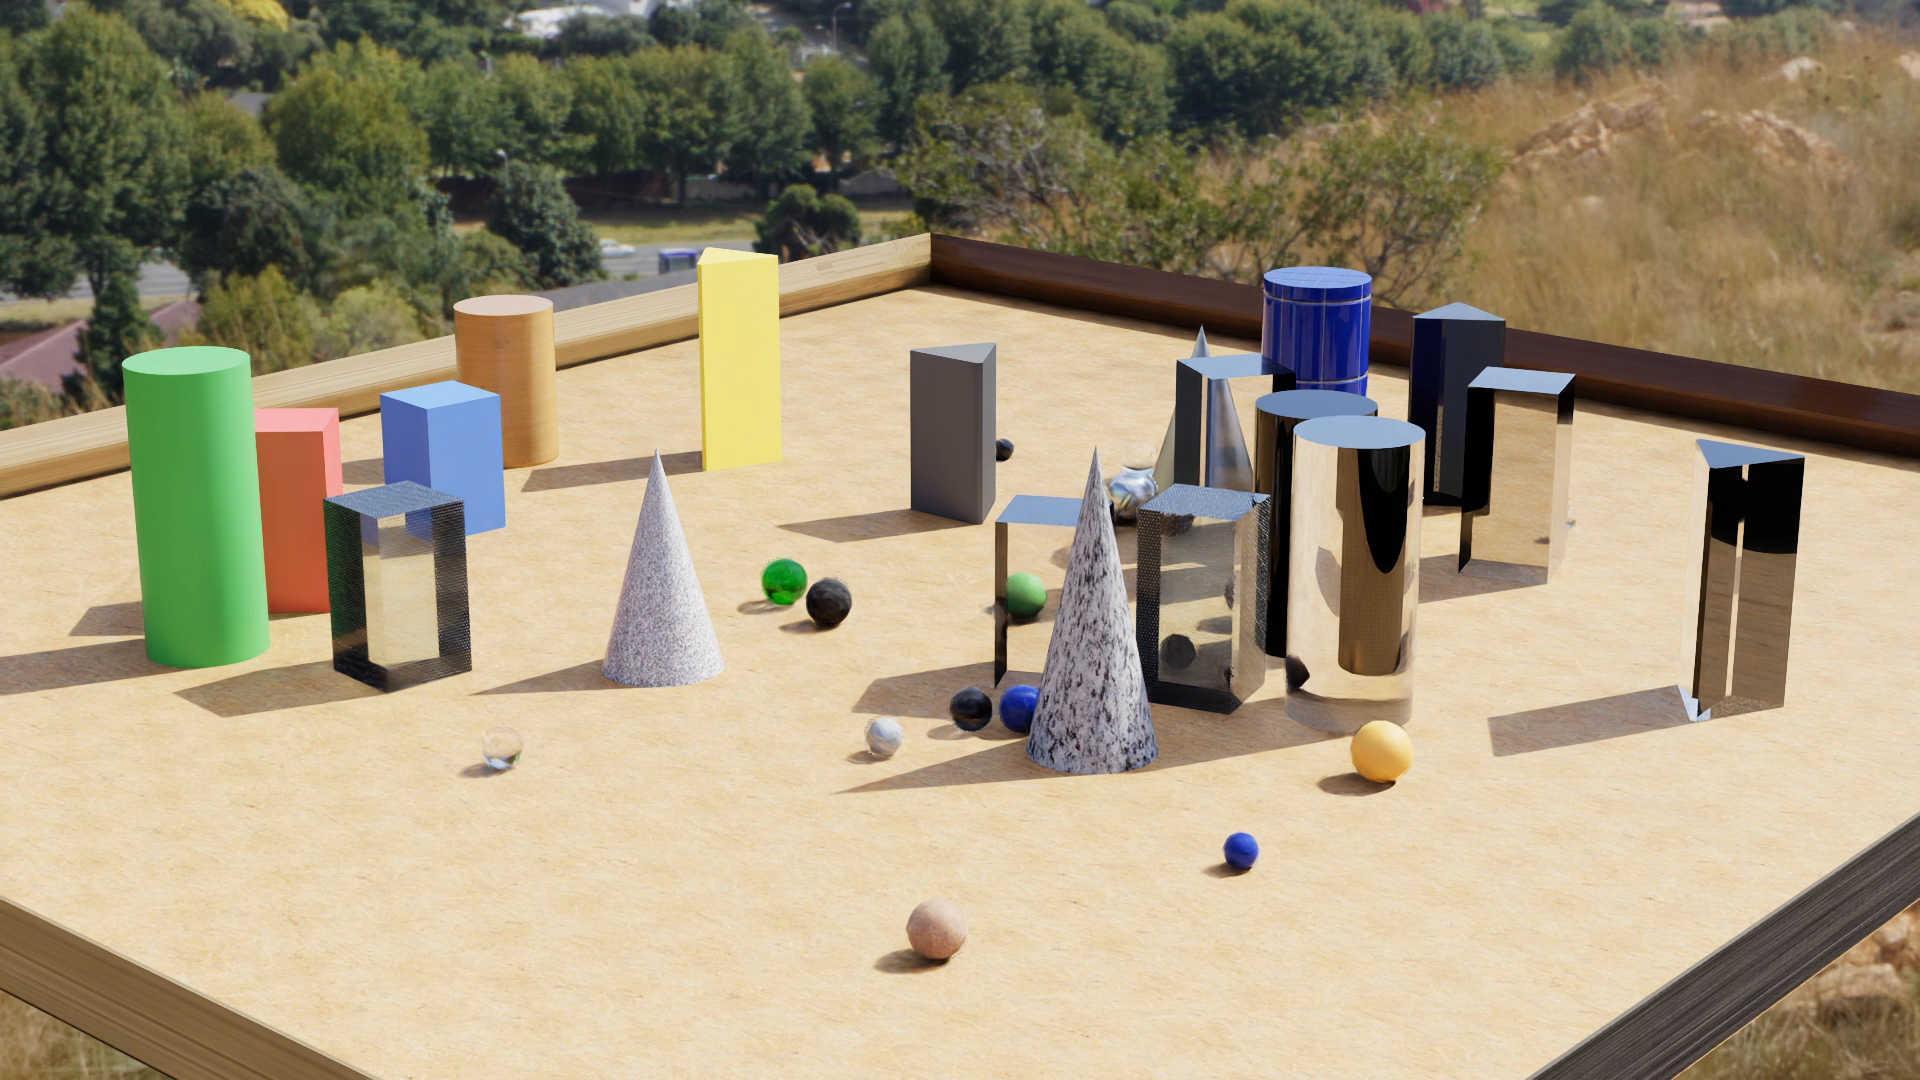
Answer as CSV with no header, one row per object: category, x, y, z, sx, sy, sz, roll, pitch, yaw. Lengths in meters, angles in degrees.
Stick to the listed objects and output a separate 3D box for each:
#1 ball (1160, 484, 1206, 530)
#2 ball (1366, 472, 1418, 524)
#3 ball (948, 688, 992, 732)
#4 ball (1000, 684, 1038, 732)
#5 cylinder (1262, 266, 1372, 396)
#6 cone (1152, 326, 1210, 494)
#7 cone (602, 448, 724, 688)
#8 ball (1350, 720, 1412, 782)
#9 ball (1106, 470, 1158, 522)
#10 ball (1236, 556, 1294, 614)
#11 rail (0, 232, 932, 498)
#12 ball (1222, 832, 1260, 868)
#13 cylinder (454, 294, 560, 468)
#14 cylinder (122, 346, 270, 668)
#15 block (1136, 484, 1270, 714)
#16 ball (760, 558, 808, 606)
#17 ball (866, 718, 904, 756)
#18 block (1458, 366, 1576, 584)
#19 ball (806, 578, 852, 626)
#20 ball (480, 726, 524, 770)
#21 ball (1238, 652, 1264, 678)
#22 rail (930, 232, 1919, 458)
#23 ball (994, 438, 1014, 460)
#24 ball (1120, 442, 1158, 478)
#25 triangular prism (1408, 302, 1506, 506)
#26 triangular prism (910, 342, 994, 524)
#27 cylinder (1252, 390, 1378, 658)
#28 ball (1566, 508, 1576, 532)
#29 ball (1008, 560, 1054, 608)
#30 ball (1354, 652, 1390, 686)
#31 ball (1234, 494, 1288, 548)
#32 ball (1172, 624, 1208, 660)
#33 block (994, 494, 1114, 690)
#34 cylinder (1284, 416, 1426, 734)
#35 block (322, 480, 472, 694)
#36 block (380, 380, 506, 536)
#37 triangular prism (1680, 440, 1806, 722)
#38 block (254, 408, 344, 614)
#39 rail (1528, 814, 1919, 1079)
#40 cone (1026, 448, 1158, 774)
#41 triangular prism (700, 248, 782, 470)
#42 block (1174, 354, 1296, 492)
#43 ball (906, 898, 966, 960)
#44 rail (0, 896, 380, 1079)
ball,0.419,-0.064,5.518,0.086,0.086,0.086,0,17,0
ball,0.818,-0.079,5.548,0.099,0.099,0.099,0,17,0
ball,0.017,0.259,4.481,0.067,0.067,0.067,0,17,0
ball,0.097,0.257,4.480,0.071,0.071,0.071,0,17,0
cylinder,0.663,-0.262,5.506,0.200,0.472,0.200,0,17,0
cone,0.467,-0.254,5.708,0.200,0.340,0.200,0,17,0
cone,-0.483,0.029,4.718,0.200,0.371,0.200,0,17,0
ball,0.614,0.308,4.277,0.089,0.089,0.089,0,17,0
ball,0.326,-0.083,5.563,0.097,0.097,0.097,0,17,0
ball,0.523,0.076,5.032,0.098,0.098,0.098,0,17,0
rail,-1.357,-0.307,6.248,0.045,0.130,3.955,14,22,39
ball,0.381,0.421,3.973,0.050,0.050,0.050,0,17,0
cylinder,-0.925,-0.324,5.984,0.200,0.317,0.200,0,17,0
cylinder,-1.245,-0.055,4.790,0.200,0.490,0.200,0,17,0
block,0.381,0.091,4.610,0.160,0.314,0.160,8,18,24
ball,-0.304,0.072,5.075,0.081,0.081,0.081,0,17,0
ball,-0.113,0.294,4.382,0.057,0.057,0.057,0,17,0
block,0.996,-0.117,5.245,0.160,0.347,0.160,7,18,21
ball,-0.223,0.105,4.970,0.079,0.079,0.079,0,17,0
ball,-0.676,0.307,4.329,0.063,0.063,0.063,0,17,0
ball,0.468,0.200,4.718,0.043,0.043,0.043,0,17,0
rail,1.281,-0.393,6.532,3.643,0.130,0.045,14,22,39
ball,0.090,-0.187,6.003,0.043,0.043,0.043,0,17,0
ball,0.359,-0.158,5.846,0.077,0.077,0.077,0,17,0
triangular prism,0.959,-0.265,5.694,0.173,0.370,0.150,2,17,8
triangular prism,0.019,-0.212,5.614,0.173,0.314,0.150,13,21,38
cylinder,0.581,-0.026,4.835,0.200,0.408,0.200,0,17,0
ball,1.132,-0.039,5.504,0.048,0.048,0.048,0,17,0
ball,0.123,0.076,5.065,0.080,0.080,0.080,0,17,0
ball,0.657,0.206,4.675,0.055,0.055,0.055,0,17,0
ball,0.555,-0.035,5.399,0.100,0.100,0.100,0,17,0
ball,0.376,0.167,4.799,0.060,0.060,0.060,0,17,0
block,0.150,0.087,4.683,0.160,0.278,0.160,4,17,12
cylinder,0.605,0.051,4.507,0.200,0.450,0.200,0,17,0
block,-0.903,0.073,4.712,0.160,0.289,0.160,-15,23,-41
block,-0.970,-0.149,5.505,0.160,0.257,0.160,-15,22,-41
triangular prism,1.182,0.056,4.568,0.173,0.405,0.150,-7,18,-22
block,-1.159,-0.051,5.068,0.160,0.322,0.160,-1,17,-2
rail,1.357,0.372,3.991,0.045,0.130,3.955,14,22,39
cone,0.198,0.087,4.338,0.200,0.477,0.200,0,17,0
triangular prism,-0.476,-0.373,5.960,0.173,0.423,0.150,-9,19,-28
block,0.486,-0.126,5.218,0.160,0.378,0.160,-6,18,-18
ball,-0.029,0.491,3.695,0.076,0.076,0.076,0,17,0
rail,-1.281,0.458,3.707,3.643,0.130,0.045,14,22,39
